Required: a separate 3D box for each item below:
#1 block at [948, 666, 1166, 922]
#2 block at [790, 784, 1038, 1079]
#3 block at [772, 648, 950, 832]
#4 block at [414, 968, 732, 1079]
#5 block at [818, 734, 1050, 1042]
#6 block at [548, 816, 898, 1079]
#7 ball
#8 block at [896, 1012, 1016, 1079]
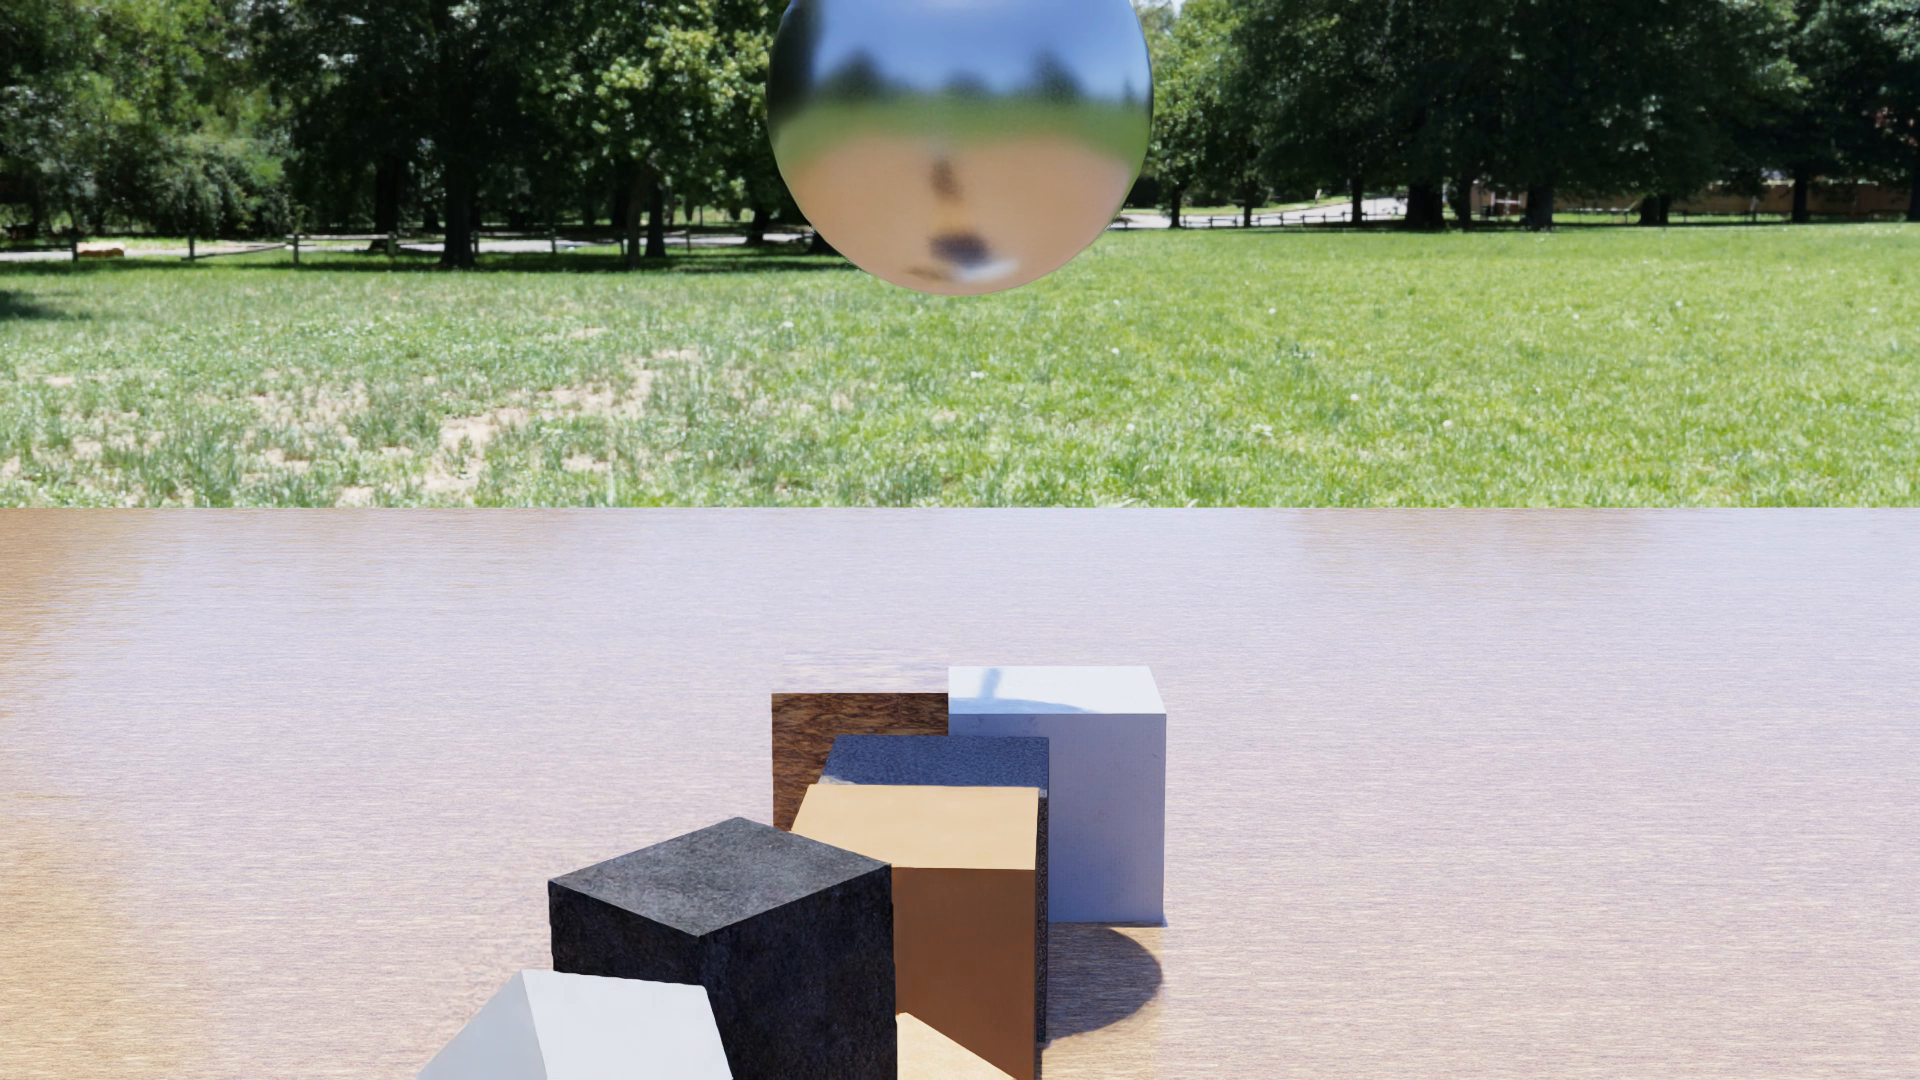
[{"bbox_3d":[0.434,1.177,10.359,0.975,0.979,0.900,0,10,0],"label":"block"},{"bbox_3d":[-0.164,1.551,8.126,0.888,1.041,0.968,0,10,3],"label":"block"},{"bbox_3d":[-0.492,1.070,11.367,0.870,0.827,0.986,0,10,0],"label":"block"},{"bbox_3d":[-0.931,1.452,5.428,0.559,0.526,0.531,17,38,-42],"label":"block"},{"bbox_3d":[-0.095,1.405,9.037,0.906,1.001,0.881,0,10,3],"label":"block"},{"bbox_3d":[-0.666,1.269,6.252,0.653,0.686,0.707,9,16,43],"label":"block"},{"bbox_3d":[0.000,-1.808,9.051,1.600,1.600,1.600,0,10,0],"label":"ball"},{"bbox_3d":[-0.322,1.984,6.464,0.889,0.784,0.789,-7,12,-33],"label":"block"}]
